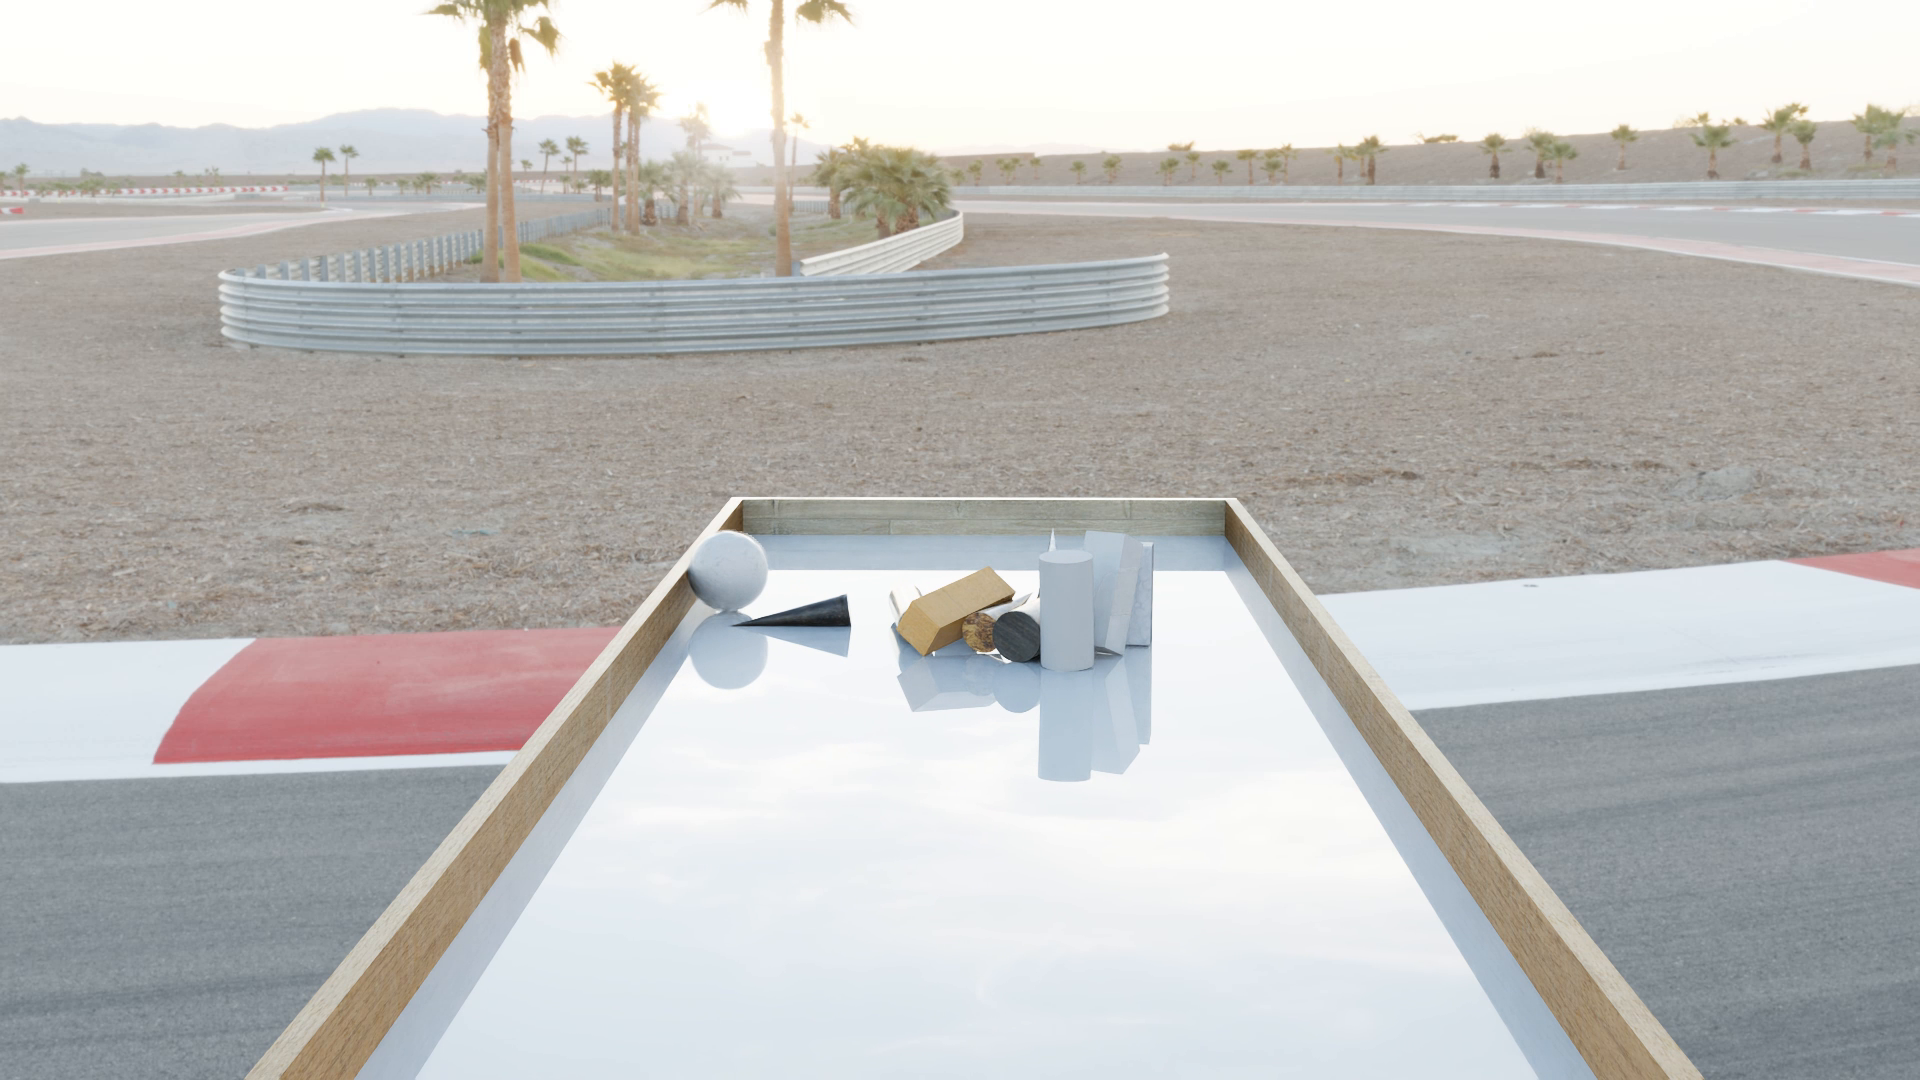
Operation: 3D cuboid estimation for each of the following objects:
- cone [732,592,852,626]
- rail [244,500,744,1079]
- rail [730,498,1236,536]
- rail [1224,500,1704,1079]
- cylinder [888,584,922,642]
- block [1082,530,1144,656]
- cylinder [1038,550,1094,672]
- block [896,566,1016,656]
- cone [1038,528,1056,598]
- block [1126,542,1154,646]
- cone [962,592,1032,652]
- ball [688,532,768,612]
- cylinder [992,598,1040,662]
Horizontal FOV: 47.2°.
[{"bbox_3d":[-0.561,0.255,7.225,0.400,0.109,0.109,-8,9,0],"label":"cone"},{"bbox_3d":[-1.004,0.839,3.234,0.050,0.150,12.000,0,9,1],"label":"rail"},{"bbox_3d":[0.099,-0.098,9.147,2.100,0.150,0.050,0,9,1],"label":"rail"},{"bbox_3d":[1.046,0.843,3.208,0.050,0.150,12.000,0,9,1],"label":"rail"},{"bbox_3d":[-0.159,0.237,7.144,0.117,0.117,0.450,-1,9,-6],"label":"cylinder"},{"bbox_3d":[0.446,0.163,6.769,0.134,0.354,0.134,5,-11,31],"label":"block"},{"bbox_3d":[0.319,0.210,6.579,0.161,0.332,0.161,-2,14,0],"label":"cylinder"},{"bbox_3d":[-0.009,0.220,6.884,0.126,0.126,0.396,43,37,19],"label":"block"},{"bbox_3d":[0.292,0.134,6.979,0.145,0.359,0.145,0,14,0],"label":"cone"},{"bbox_3d":[0.545,0.167,6.939,0.122,0.312,0.122,1,6,8],"label":"block"},{"bbox_3d":[0.152,0.226,6.941,0.133,0.133,0.383,5,20,27],"label":"cone"},{"bbox_3d":[-0.787,0.107,7.464,0.272,0.272,0.272,0,9,0],"label":"ball"},{"bbox_3d":[0.232,0.271,6.792,0.159,0.159,0.300,4,10,24],"label":"cylinder"}]
